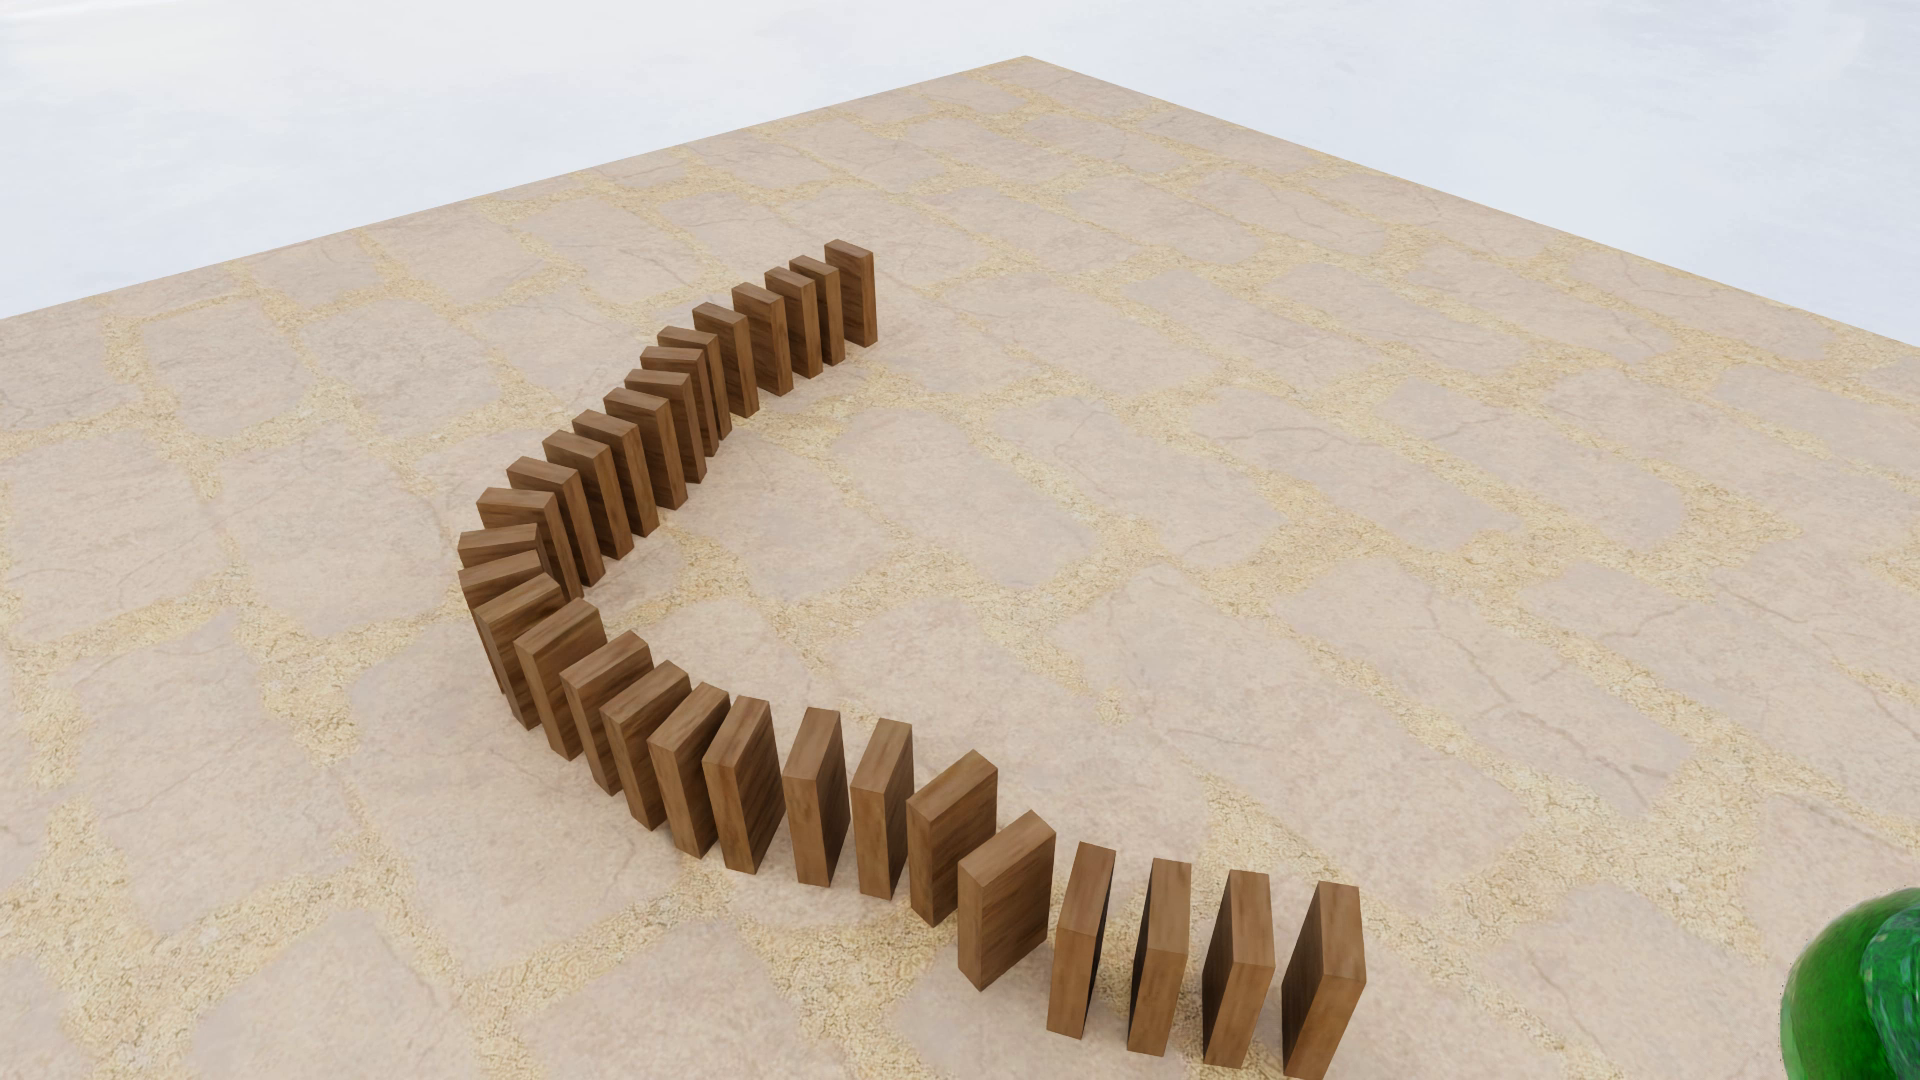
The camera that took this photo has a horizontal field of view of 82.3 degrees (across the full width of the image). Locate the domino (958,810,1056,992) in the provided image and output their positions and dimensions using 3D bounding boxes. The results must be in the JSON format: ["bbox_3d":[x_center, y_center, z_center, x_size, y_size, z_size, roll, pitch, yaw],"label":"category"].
[{"bbox_3d":[0.012,0.097,0.293,0.025,0.050,0.009,-28,47,-30],"label":"domino"}]

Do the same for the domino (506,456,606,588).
[{"bbox_3d":[-0.153,-0.006,0.419,0.025,0.050,0.010,14,41,16],"label":"domino"}]

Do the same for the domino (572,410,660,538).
[{"bbox_3d":[-0.138,-0.026,0.444,0.025,0.050,0.009,18,43,20],"label":"domino"}]

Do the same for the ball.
[{"bbox_3d":[0.231,0.118,0.244,0.080,0.080,0.080,0,39,0],"label":"ball"}]

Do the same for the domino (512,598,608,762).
[{"bbox_3d":[-0.125,0.046,0.356,0.010,0.050,0.025,24,45,27],"label":"domino"}]

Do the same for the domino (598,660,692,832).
[{"bbox_3d":[-0.092,0.063,0.335,0.010,0.050,0.025,27,46,29],"label":"domino"}]

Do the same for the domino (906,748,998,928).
[{"bbox_3d":[-0.002,0.084,0.309,0.025,0.050,0.009,-32,49,-33],"label":"domino"}]

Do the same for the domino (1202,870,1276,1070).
[{"bbox_3d":[0.070,0.109,0.278,0.009,0.050,0.025,6,40,7],"label":"domino"}]

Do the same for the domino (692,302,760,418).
[{"bbox_3d":[-0.109,-0.084,0.514,0.025,0.050,0.010,23,44,25],"label":"domino"}]

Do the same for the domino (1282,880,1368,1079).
[{"bbox_3d":[0.090,0.111,0.276,0.009,0.050,0.025,7,40,9],"label":"domino"}]

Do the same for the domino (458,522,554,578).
[{"bbox_3d":[-0.157,0.018,0.390,0.025,0.050,0.009,-8,40,-9],"label":"domino"}]

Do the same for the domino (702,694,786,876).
[{"bbox_3d":[-0.063,0.072,0.323,0.009,0.050,0.025,9,40,11],"label":"domino"}]

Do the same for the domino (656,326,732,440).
[{"bbox_3d":[-0.120,-0.071,0.498,0.025,0.050,0.009,13,41,15],"label":"domino"}]

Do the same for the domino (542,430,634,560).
[{"bbox_3d":[-0.146,-0.017,0.433,0.025,0.050,0.010,18,42,20],"label":"domino"}]

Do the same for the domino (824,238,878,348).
[{"bbox_3d":[-0.056,-0.127,0.566,0.025,0.050,0.010,28,47,30],"label":"domino"}]

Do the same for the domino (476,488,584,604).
[{"bbox_3d":[-0.158,0.004,0.406,0.025,0.050,0.009,5,40,6],"label":"domino"}]

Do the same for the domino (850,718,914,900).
[{"bbox_3d":[-0.021,0.078,0.316,0.009,0.050,0.025,10,40,12],"label":"domino"}]

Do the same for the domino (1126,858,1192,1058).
[{"bbox_3d":[0.051,0.107,0.281,0.009,0.050,0.025,7,40,8],"label":"domino"}]

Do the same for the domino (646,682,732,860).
[{"bbox_3d":[-0.077,0.069,0.327,0.009,0.050,0.025,18,43,21],"label":"domino"}]

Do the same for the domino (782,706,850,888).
[{"bbox_3d":[-0.041,0.075,0.320,0.010,0.050,0.025,7,40,8],"label":"domino"}]

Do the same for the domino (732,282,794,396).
[{"bbox_3d":[-0.095,-0.096,0.529,0.025,0.050,0.009,26,46,28],"label":"domino"}]

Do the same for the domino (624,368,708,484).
[{"bbox_3d":[-0.125,-0.048,0.470,0.025,0.050,0.009,6,40,7],"label":"domino"}]

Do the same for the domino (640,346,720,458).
[{"bbox_3d":[-0.123,-0.061,0.485,0.025,0.050,0.010,4,40,5],"label":"domino"}]

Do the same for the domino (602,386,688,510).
[{"bbox_3d":[-0.130,-0.037,0.457,0.025,0.050,0.009,15,42,17],"label":"domino"}]

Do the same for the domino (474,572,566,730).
[{"bbox_3d":[-0.141,0.038,0.366,0.009,0.050,0.025,31,49,32],"label":"domino"}]

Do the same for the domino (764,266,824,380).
[{"bbox_3d":[-0.082,-0.107,0.542,0.025,0.050,0.009,27,46,29],"label":"domino"}]

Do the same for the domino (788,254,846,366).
[{"bbox_3d":[-0.071,-0.115,0.552,0.025,0.050,0.009,27,47,29],"label":"domino"}]

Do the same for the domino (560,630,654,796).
[{"bbox_3d":[-0.106,0.055,0.345,0.009,0.050,0.025,30,48,31],"label":"domino"}]

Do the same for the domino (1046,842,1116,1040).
[{"bbox_3d":[0.031,0.104,0.284,0.010,0.050,0.025,11,41,13],"label":"domino"}]

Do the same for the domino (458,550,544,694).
[{"bbox_3d":[-0.151,0.029,0.377,0.025,0.050,0.010,-18,43,-20],"label":"domino"}]
